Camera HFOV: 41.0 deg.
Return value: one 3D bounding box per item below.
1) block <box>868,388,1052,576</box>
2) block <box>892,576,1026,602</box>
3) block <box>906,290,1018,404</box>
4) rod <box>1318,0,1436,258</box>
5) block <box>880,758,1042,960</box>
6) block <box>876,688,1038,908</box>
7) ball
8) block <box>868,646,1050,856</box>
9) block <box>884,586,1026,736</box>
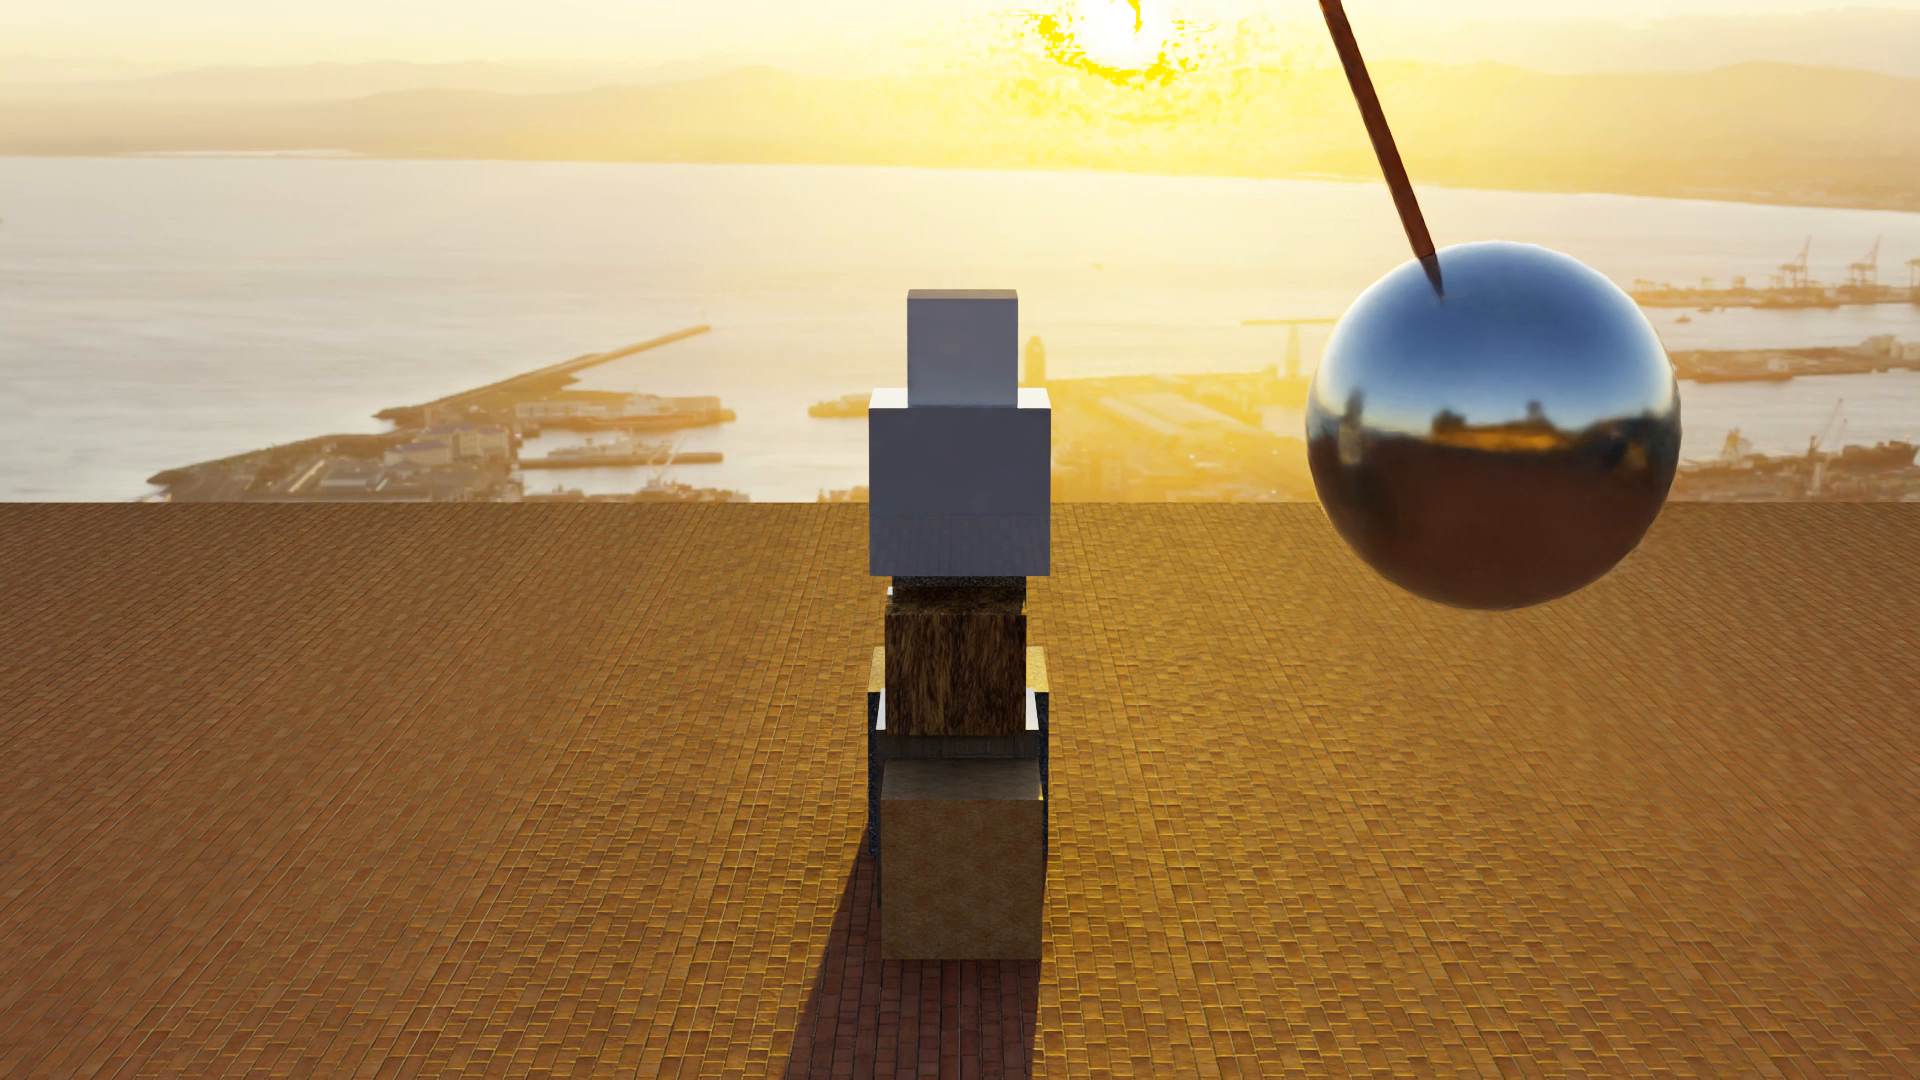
[{"bbox_3d":[-0.001,-0.261,11.133,0.764,0.716,0.685,0,10,0],"label":"block"},{"bbox_3d":[-0.003,0.344,11.549,0.586,0.624,0.619,0,10,0],"label":"block"},{"bbox_3d":[0.011,-0.834,11.029,0.468,0.449,0.477,0,10,0],"label":"block"},{"bbox_3d":[0.994,-3.582,10.529,0.080,5.200,0.080,-22,10,4],"label":"rod"},{"bbox_3d":[0.007,1.301,10.560,0.644,0.662,0.636,0,10,0],"label":"block"},{"bbox_3d":[-0.011,1.117,11.234,0.683,0.783,0.736,0,10,0],"label":"block"},{"bbox_3d":[2.295,-0.492,11.091,1.600,1.600,1.600,0,10,0],"label":"ball"},{"bbox_3d":[-0.007,0.976,12.065,0.816,0.763,0.929,0,10,0],"label":"block"},{"bbox_3d":[-0.018,0.510,10.953,0.588,0.512,0.593,0,10,0],"label":"block"}]
